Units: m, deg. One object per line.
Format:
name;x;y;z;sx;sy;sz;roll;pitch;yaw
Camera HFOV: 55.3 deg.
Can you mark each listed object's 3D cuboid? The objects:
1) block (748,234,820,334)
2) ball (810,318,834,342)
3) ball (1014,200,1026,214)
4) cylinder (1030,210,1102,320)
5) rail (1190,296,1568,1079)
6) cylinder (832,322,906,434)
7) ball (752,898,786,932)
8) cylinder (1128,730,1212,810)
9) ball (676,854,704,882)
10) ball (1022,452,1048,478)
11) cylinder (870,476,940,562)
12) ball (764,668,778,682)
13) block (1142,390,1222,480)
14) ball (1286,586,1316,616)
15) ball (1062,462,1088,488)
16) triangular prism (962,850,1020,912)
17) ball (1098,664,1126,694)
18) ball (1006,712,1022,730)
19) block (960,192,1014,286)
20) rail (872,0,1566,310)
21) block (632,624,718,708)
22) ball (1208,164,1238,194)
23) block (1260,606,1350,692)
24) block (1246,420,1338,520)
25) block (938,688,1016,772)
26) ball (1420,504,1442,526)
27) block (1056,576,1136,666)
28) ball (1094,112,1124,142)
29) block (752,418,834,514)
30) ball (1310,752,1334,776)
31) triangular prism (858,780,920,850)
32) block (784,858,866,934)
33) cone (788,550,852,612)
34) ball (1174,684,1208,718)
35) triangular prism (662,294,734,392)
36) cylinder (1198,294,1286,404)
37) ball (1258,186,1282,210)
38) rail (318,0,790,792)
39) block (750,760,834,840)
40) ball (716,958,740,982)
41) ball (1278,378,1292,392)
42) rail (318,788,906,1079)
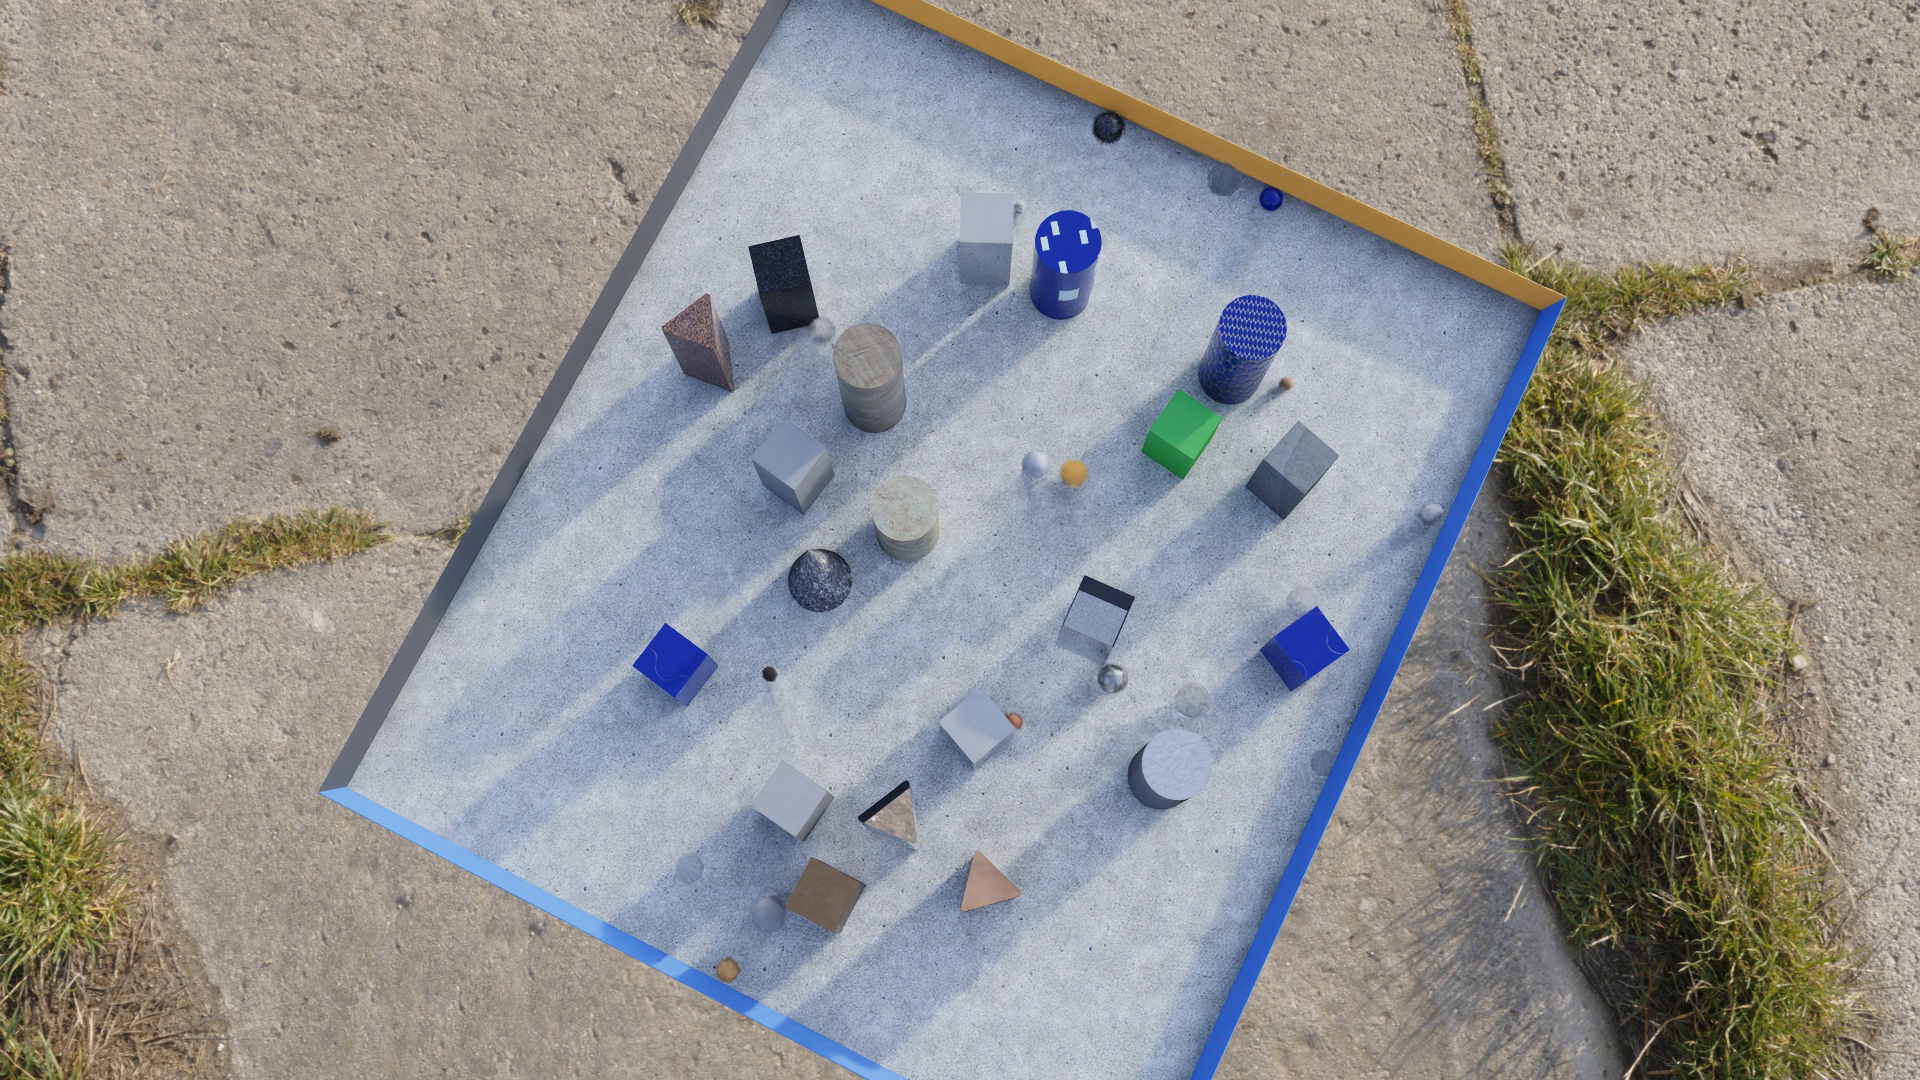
block;-0.533;-0.776;5.592;0.157;0.363;0.157;-13;79;-3
ball;-0.431;-0.653;5.712;0.078;0.078;0.078;0;78;0
ball;0.186;-1.053;5.812;0.044;0.044;0.044;0;78;0
cylinder;0.317;-0.831;5.573;0.196;0.421;0.196;0;78;0
rail;1.172;0.581;5.430;0.045;0.127;3.028;26;80;5
cylinder;-0.265;-0.477;5.466;0.196;0.488;0.196;0;78;0
ball;-0.556;1.090;5.341;0.097;0.097;0.097;0;78;0
cylinder;0.598;0.662;5.256;0.196;0.437;0.196;0;78;0
ball;-0.792;0.963;5.377;0.078;0.078;0.078;0;78;0
ball;0.232;-0.228;5.623;0.080;0.080;0.080;0;78;0
cylinder;-0.161;-0.061;5.469;0.196;0.315;0.196;0;78;0
ball;-0.570;0.407;5.511;0.042;0.042;0.042;0;78;0
block;0.670;-0.318;5.553;0.157;0.253;0.157;34;80;7
ball;1.030;0.186;5.531;0.092;0.092;0.092;0;78;0
ball;0.350;-0.202;5.618;0.079;0.079;0.079;0;78;0
triangular prism;0.066;0.961;5.214;0.170;0.398;0.147;-15;79;-3
ball;0.455;0.415;5.486;0.087;0.087;0.087;0;78;0
ball;0.159;0.544;5.476;0.055;0.055;0.055;0;78;0
block;0.080;-0.920;5.621;0.157;0.365;0.157;2;78;0
rail;0.666;-1.298;5.819;2.669;0.127;0.045;26;80;5
block;-0.838;0.372;5.416;0.157;0.241;0.157;36;81;7
ball;0.831;-1.141;5.805;0.093;0.093;0.093;0;78;0
block;1.016;0.324;5.418;0.157;0.258;0.157;-34;80;-7
block;0.990;-0.204;5.481;0.157;0.349;0.157;42;81;8
block;0.049;0.556;5.366;0.157;0.265;0.157;-39;81;-7
ball;1.439;-0.077;5.600;0.063;0.063;0.063;0;78;0
block;0.393;0.239;5.369;0.157;0.388;0.157;24;79;5
ball;0.473;-1.315;5.840;0.096;0.096;0.096;0;78;0
block;-0.496;-0.217;5.489;0.157;0.339;0.157;36;81;7
ball;1.078;0.666;5.443;0.071;0.071;0.071;0;78;0
triangular prism;-0.171;0.769;5.209;0.170;0.486;0.147;22;79;4
block;-0.383;1.020;5.257;0.157;0.290;0.157;27;80;5
cone;-0.426;0.075;5.358;0.196;0.476;0.196;0;78;0
ball;0.690;0.480;5.467;0.098;0.098;0.098;0;78;0
triangular prism;-0.758;-0.605;5.520;0.170;0.435;0.147;21;79;4
cylinder;0.842;-0.564;5.495;0.196;0.468;0.196;0;78;0
ball;0.984;-1.080;5.802;0.075;0.075;0.075;0;78;0
rail;-1.172;-0.567;5.668;0.045;0.127;3.028;26;80;5
block;-0.482;0.758;5.310;0.157;0.294;0.157;34;80;7
ball;-0.674;1.249;5.325;0.065;0.065;0.065;0;78;0
ball;1.010;-0.483;5.695;0.043;0.043;0.043;0;78;0
rail;-0.666;1.312;5.279;2.669;0.127;0.045;26;80;5
